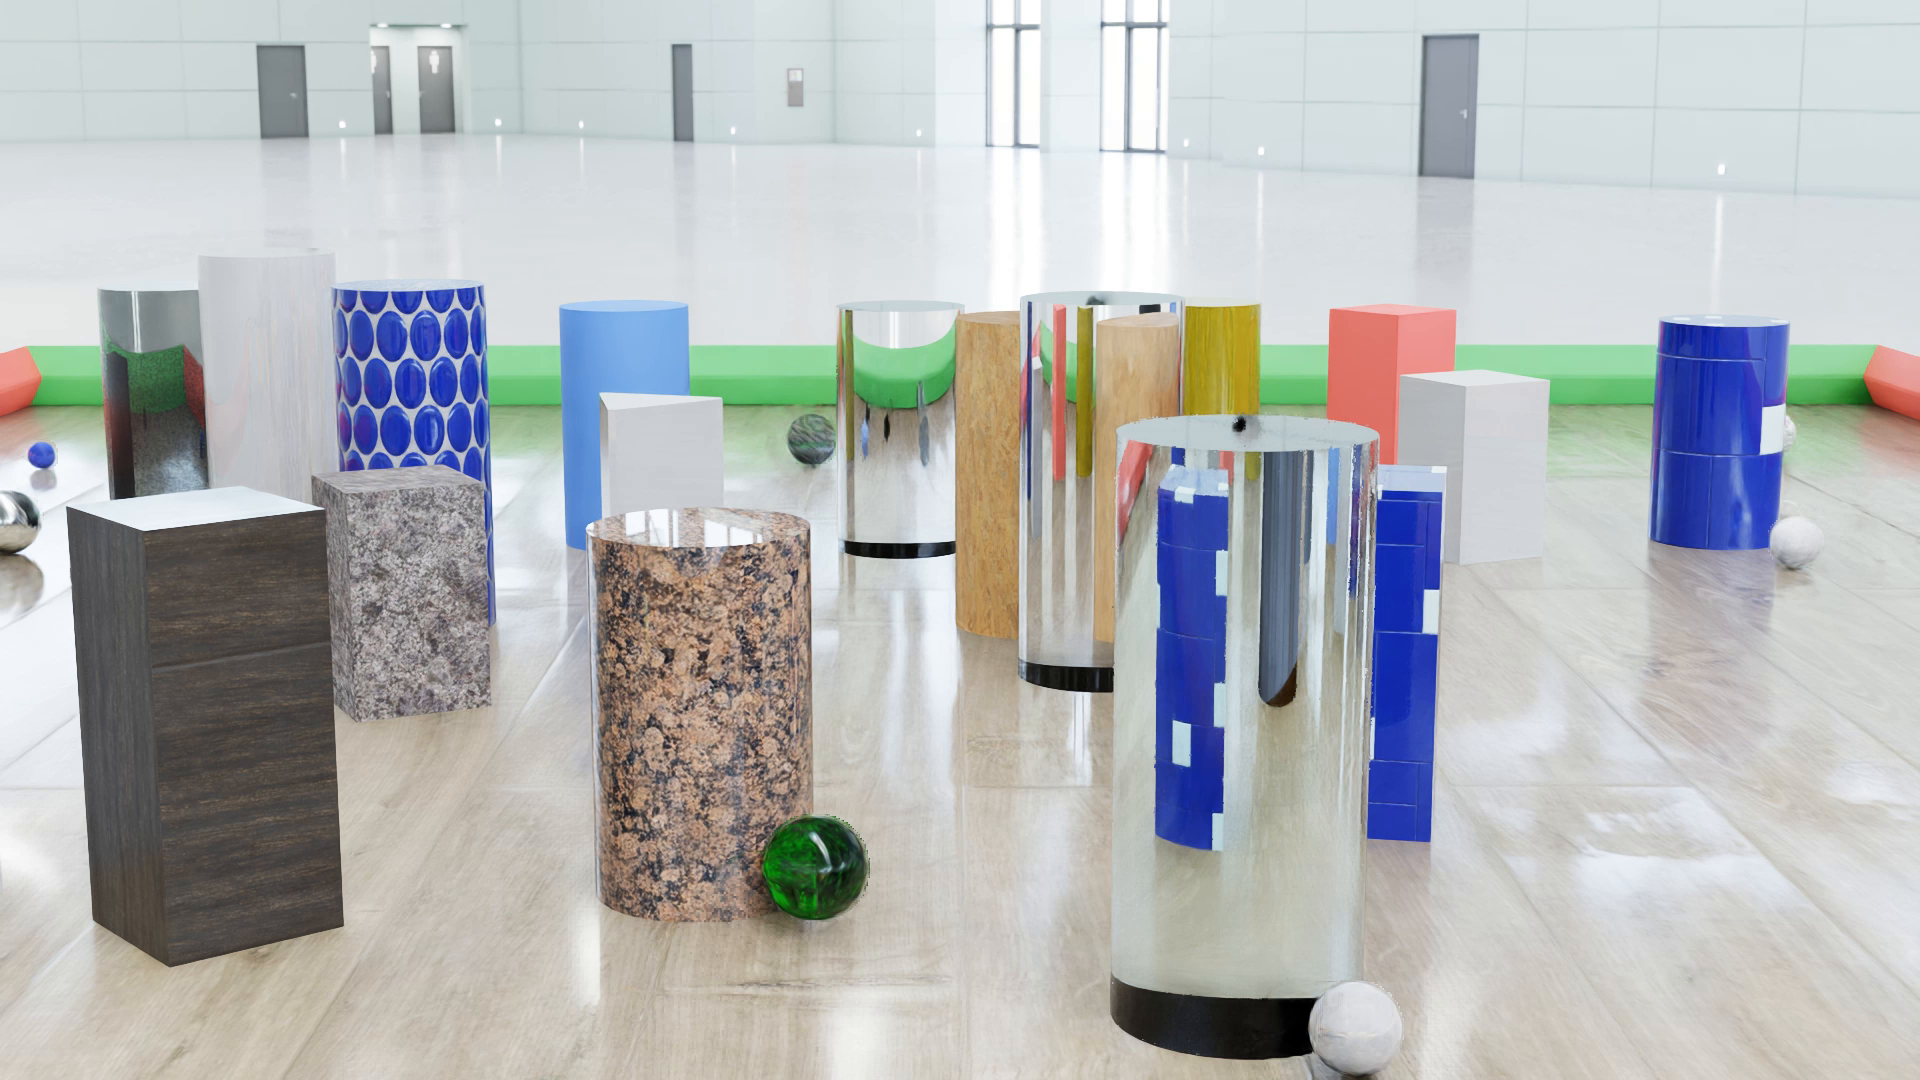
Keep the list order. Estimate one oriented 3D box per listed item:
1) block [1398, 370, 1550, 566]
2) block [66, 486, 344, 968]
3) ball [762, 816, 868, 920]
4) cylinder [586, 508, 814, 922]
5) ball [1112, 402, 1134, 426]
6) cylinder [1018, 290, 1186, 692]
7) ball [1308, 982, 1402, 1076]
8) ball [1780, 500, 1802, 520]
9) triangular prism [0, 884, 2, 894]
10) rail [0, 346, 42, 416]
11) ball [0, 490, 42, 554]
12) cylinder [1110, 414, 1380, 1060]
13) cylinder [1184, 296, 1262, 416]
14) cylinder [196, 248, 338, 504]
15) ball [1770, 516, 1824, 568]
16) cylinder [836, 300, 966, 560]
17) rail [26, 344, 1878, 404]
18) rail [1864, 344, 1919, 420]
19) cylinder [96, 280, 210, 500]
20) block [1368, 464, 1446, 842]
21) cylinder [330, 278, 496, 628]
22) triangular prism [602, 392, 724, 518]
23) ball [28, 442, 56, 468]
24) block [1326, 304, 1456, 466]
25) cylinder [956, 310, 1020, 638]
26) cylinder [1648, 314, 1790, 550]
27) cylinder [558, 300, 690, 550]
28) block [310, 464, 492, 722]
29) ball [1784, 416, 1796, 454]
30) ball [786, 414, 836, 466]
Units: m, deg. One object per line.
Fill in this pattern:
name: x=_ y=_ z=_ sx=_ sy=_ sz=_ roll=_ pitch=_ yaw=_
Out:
block: x=0.769 y=-0.112 z=3.858 sx=0.156 sy=0.265 sz=0.156 roll=-5 pitch=12 yaw=-27
block: x=-0.637 y=0.151 z=2.171 sx=0.156 sy=0.363 sz=0.156 roll=-9 pitch=14 yaw=-40
ball: x=-0.124 y=0.280 z=2.192 sx=0.090 sy=0.090 sz=0.090 roll=0 pitch=11 yaw=0
cylinder: x=-0.228 y=0.150 z=2.271 sx=0.196 sy=0.329 sz=0.196 roll=0 pitch=11 yaw=0
ball: x=0.333 y=-0.257 z=5.237 sx=0.046 sy=0.046 sz=0.046 roll=0 pitch=11 yaw=0
cylinder: x=0.168 y=-0.062 z=3.066 sx=0.196 sy=0.455 sz=0.196 roll=0 pitch=11 yaw=0
ball: x=0.288 y=0.356 z=1.873 sx=0.068 sy=0.068 sz=0.068 roll=0 pitch=11 yaw=0
ball: x=1.290 y=-0.038 z=4.012 sx=0.052 sy=0.052 sz=0.052 roll=0 pitch=11 yaw=0
triangular prism: x=-0.961 y=0.137 z=2.279 sx=0.169 sy=0.350 sz=0.147 roll=-5 pitch=12 yaw=-26
rail: x=-1.979 y=0.035 z=3.438 sx=0.045 sy=0.127 sz=4.290 roll=0 pitch=11 yaw=0
ball: x=-1.433 y=-0.028 z=3.860 sx=0.098 sy=0.098 sz=0.098 roll=0 pitch=11 yaw=0
cylinder: x=0.214 y=0.143 z=1.956 sx=0.196 sy=0.456 sz=0.196 roll=0 pitch=11 yaw=0
cylinder: x=0.450 y=-0.284 z=4.684 sx=0.196 sy=0.302 sz=0.196 roll=0 pitch=11 yaw=0
cylinder: x=-0.996 y=-0.187 z=3.729 sx=0.196 sy=0.460 sz=0.196 roll=0 pitch=11 yaw=0
ball: x=1.225 y=0.002 z=3.760 sx=0.076 sy=0.076 sz=0.076 roll=0 pitch=11 yaw=0
cylinder: x=-0.089 y=-0.170 z=3.887 sx=0.196 sy=0.368 sz=0.196 roll=0 pitch=11 yaw=0
rail: x=-0.012 y=-0.354 z=5.534 sx=4.006 sy=0.127 sz=0.045 roll=0 pitch=11 yaw=0
rail: x=1.979 y=0.031 z=3.460 sx=0.045 sy=0.127 sz=4.290 roll=0 pitch=11 yaw=0
cylinder: x=-1.204 y=-0.190 z=3.918 sx=0.196 sy=0.396 sz=0.196 roll=0 pitch=11 yaw=0
block: x=0.386 y=0.104 z=2.493 sx=0.156 sy=0.337 sz=0.156 roll=2 pitch=11 yaw=12
cylinder: x=-0.711 y=-0.110 z=3.348 sx=0.196 sy=0.446 sz=0.196 roll=0 pitch=11 yaw=0
triangular prism: x=-0.413 y=-0.028 z=3.278 sx=0.169 sy=0.310 sz=0.147 roll=-9 pitch=14 yaw=-41
ball: x=-1.673 y=-0.155 z=4.676 sx=0.050 sy=0.050 sz=0.050 roll=0 pitch=11 yaw=0
block: x=0.761 y=-0.257 z=4.537 sx=0.156 sy=0.302 sz=0.156 roll=-9 pitch=14 yaw=-40
cylinder: x=0.092 y=-0.089 z=3.352 sx=0.196 sy=0.404 sz=0.196 roll=0 pitch=11 yaw=0
cylinder: x=1.169 y=-0.169 z=3.959 sx=0.196 sy=0.340 sz=0.196 roll=0 pitch=11 yaw=0
cylinder: x=-0.512 y=-0.178 z=3.938 sx=0.196 sy=0.364 sz=0.196 roll=0 pitch=11 yaw=0
block: x=-0.644 y=0.057 z=2.957 sx=0.156 sy=0.260 sz=0.156 roll=-6 pitch=12 yaw=-27
ball: x=1.516 y=-0.199 z=4.800 sx=0.091 sy=0.091 sz=0.091 roll=0 pitch=11 yaw=0
ball: x=-0.273 y=-0.184 z=4.717 sx=0.094 sy=0.094 sz=0.094 roll=0 pitch=11 yaw=0
